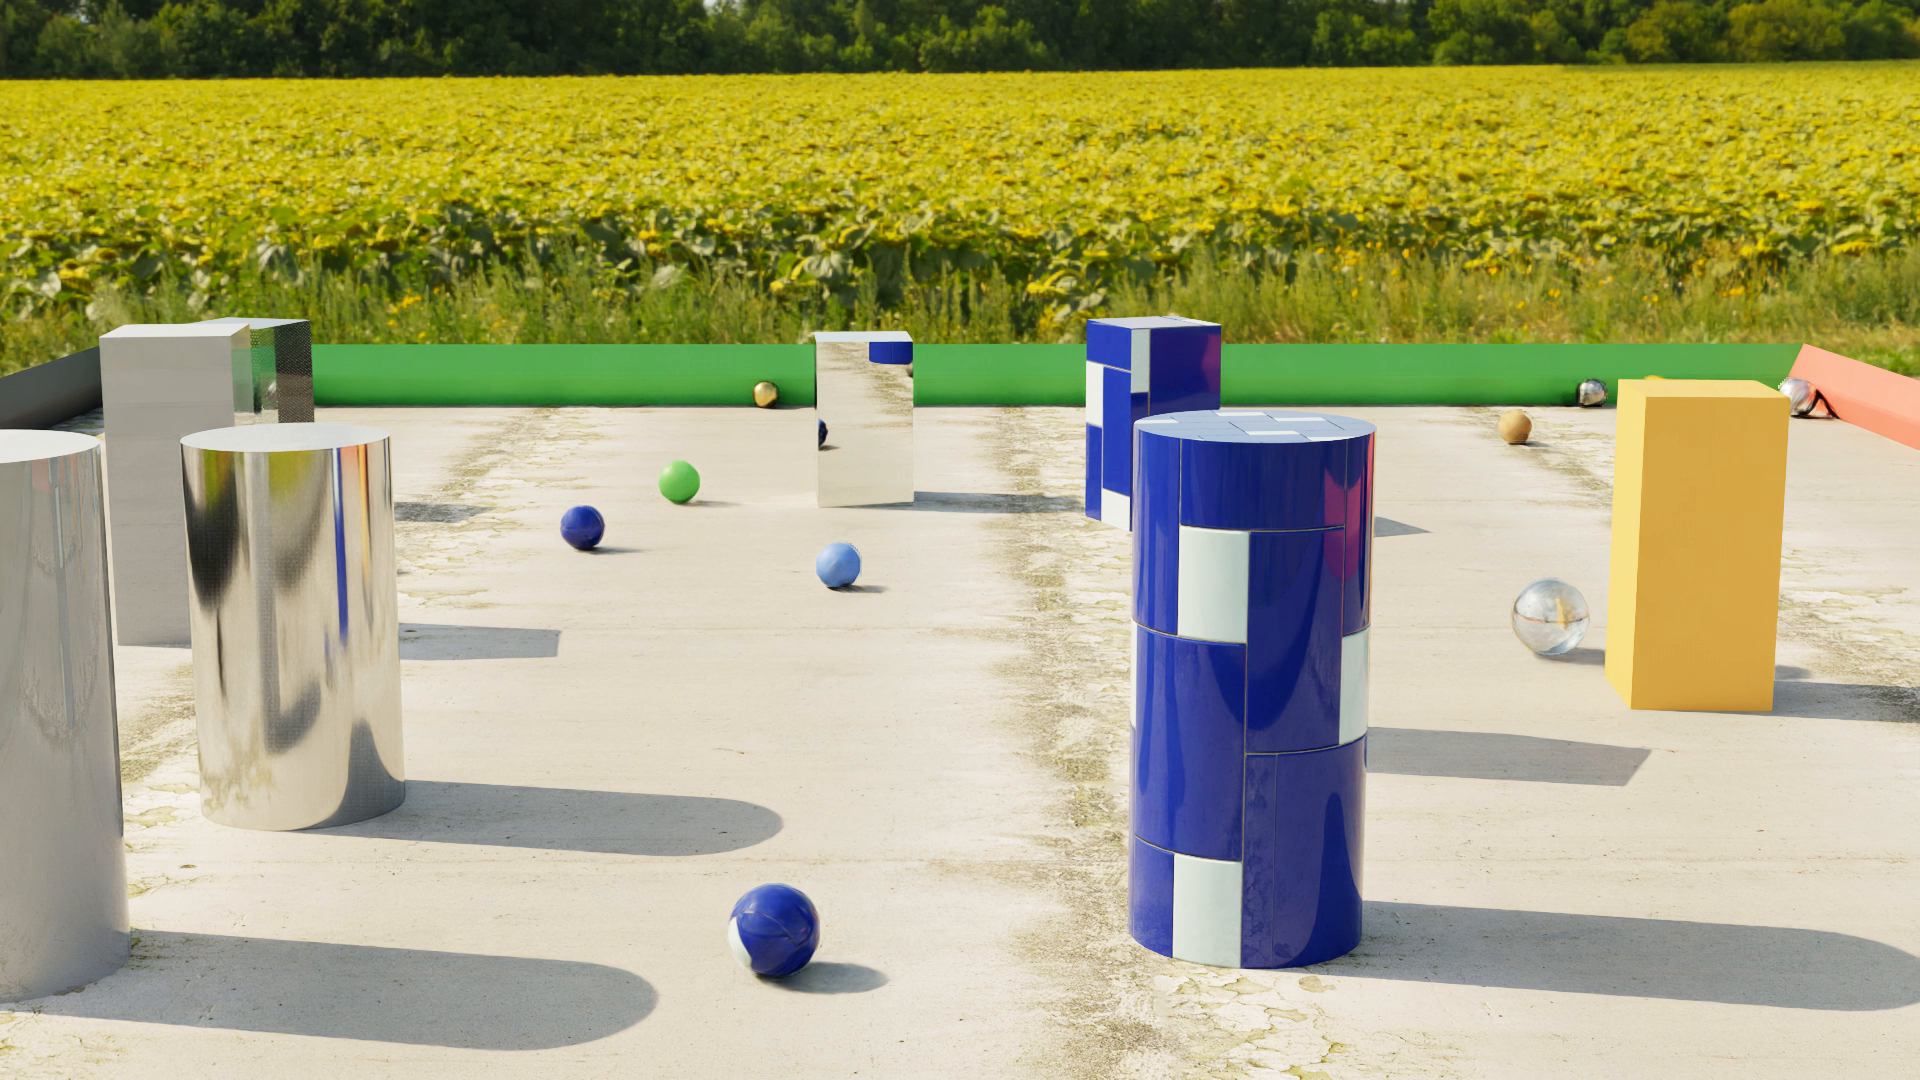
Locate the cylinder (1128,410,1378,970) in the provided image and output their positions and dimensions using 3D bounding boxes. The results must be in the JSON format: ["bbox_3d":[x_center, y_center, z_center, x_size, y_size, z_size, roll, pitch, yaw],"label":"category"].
[{"bbox_3d":[0.243,0.119,2.152,0.199,0.434,0.199,0,10,0],"label":"cylinder"}]

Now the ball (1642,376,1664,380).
[{"bbox_3d":[1.492,-0.319,5.524,0.070,0.070,0.070,0,10,0],"label":"ball"}]

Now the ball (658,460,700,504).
[{"bbox_3d":[-0.474,-0.098,4.323,0.072,0.072,0.072,0,10,0],"label":"ball"}]

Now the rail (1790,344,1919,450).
[{"bbox_3d":[1.826,0.031,3.459,0.045,0.129,4.333,0,10,0],"label":"rail"}]

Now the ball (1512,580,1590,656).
[{"bbox_3d":[0.737,0.097,3.205,0.095,0.095,0.095,0,10,0],"label":"ball"}]

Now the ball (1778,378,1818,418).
[{"bbox_3d":[1.757,-0.299,5.381,0.082,0.082,0.082,0,10,0],"label":"ball"}]

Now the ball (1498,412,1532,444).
[{"bbox_3d":[1.082,-0.220,5.003,0.064,0.064,0.064,0,10,0],"label":"ball"}]

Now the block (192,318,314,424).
[{"bbox_3d":[-1.188,-0.208,4.273,0.159,0.306,0.159,3,11,17],"label":"block"}]

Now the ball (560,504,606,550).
[{"bbox_3d":[-0.575,-0.020,3.906,0.070,0.070,0.070,0,10,0],"label":"ball"}]

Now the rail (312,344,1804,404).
[{"bbox_3d":[-0.012,-0.356,5.556,3.699,0.129,0.045,0,10,0],"label":"rail"}]

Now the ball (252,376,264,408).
[{"bbox_3d":[-1.531,-0.317,5.504,0.073,0.073,0.073,0,10,0],"label":"ball"}]

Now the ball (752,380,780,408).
[{"bbox_3d":[-0.417,-0.314,5.525,0.059,0.059,0.059,0,10,0],"label":"ball"}]

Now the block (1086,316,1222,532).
[{"bbox_3d":[0.310,-0.190,4.134,0.159,0.322,0.159,-4,11,-23],"label":"block"}]

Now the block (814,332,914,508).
[{"bbox_3d":[-0.164,-0.206,4.343,0.159,0.277,0.159,-1,11,-5],"label":"block"}]

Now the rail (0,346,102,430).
[{"bbox_3d":[-1.826,0.035,3.438,0.045,0.129,4.333,0,10,0],"label":"rail"}]

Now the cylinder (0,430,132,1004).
[{"bbox_3d":[-0.785,0.137,2.071,0.199,0.428,0.199,0,10,0],"label":"cylinder"}]

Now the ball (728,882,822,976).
[{"bbox_3d":[-0.150,0.315,2.077,0.076,0.076,0.076,0,10,0],"label":"ball"}]

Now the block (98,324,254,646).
[{"bbox_3d":[-1.002,-0.075,3.316,0.159,0.393,0.159,-1,11,-7],"label":"block"}]

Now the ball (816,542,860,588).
[{"bbox_3d":[-0.172,0.036,3.618,0.064,0.064,0.064,0,10,0],"label":"ball"}]

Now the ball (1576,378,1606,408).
[{"bbox_3d":[1.359,-0.317,5.529,0.063,0.063,0.063,0,10,0],"label":"ball"}]

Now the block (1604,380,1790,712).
[{"bbox_3d":[0.853,0.003,2.981,0.159,0.361,0.159,1,10,3],"label":"block"}]

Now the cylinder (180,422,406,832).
[{"bbox_3d":[-0.657,0.081,2.537,0.199,0.370,0.199,0,10,0],"label":"cylinder"}]
